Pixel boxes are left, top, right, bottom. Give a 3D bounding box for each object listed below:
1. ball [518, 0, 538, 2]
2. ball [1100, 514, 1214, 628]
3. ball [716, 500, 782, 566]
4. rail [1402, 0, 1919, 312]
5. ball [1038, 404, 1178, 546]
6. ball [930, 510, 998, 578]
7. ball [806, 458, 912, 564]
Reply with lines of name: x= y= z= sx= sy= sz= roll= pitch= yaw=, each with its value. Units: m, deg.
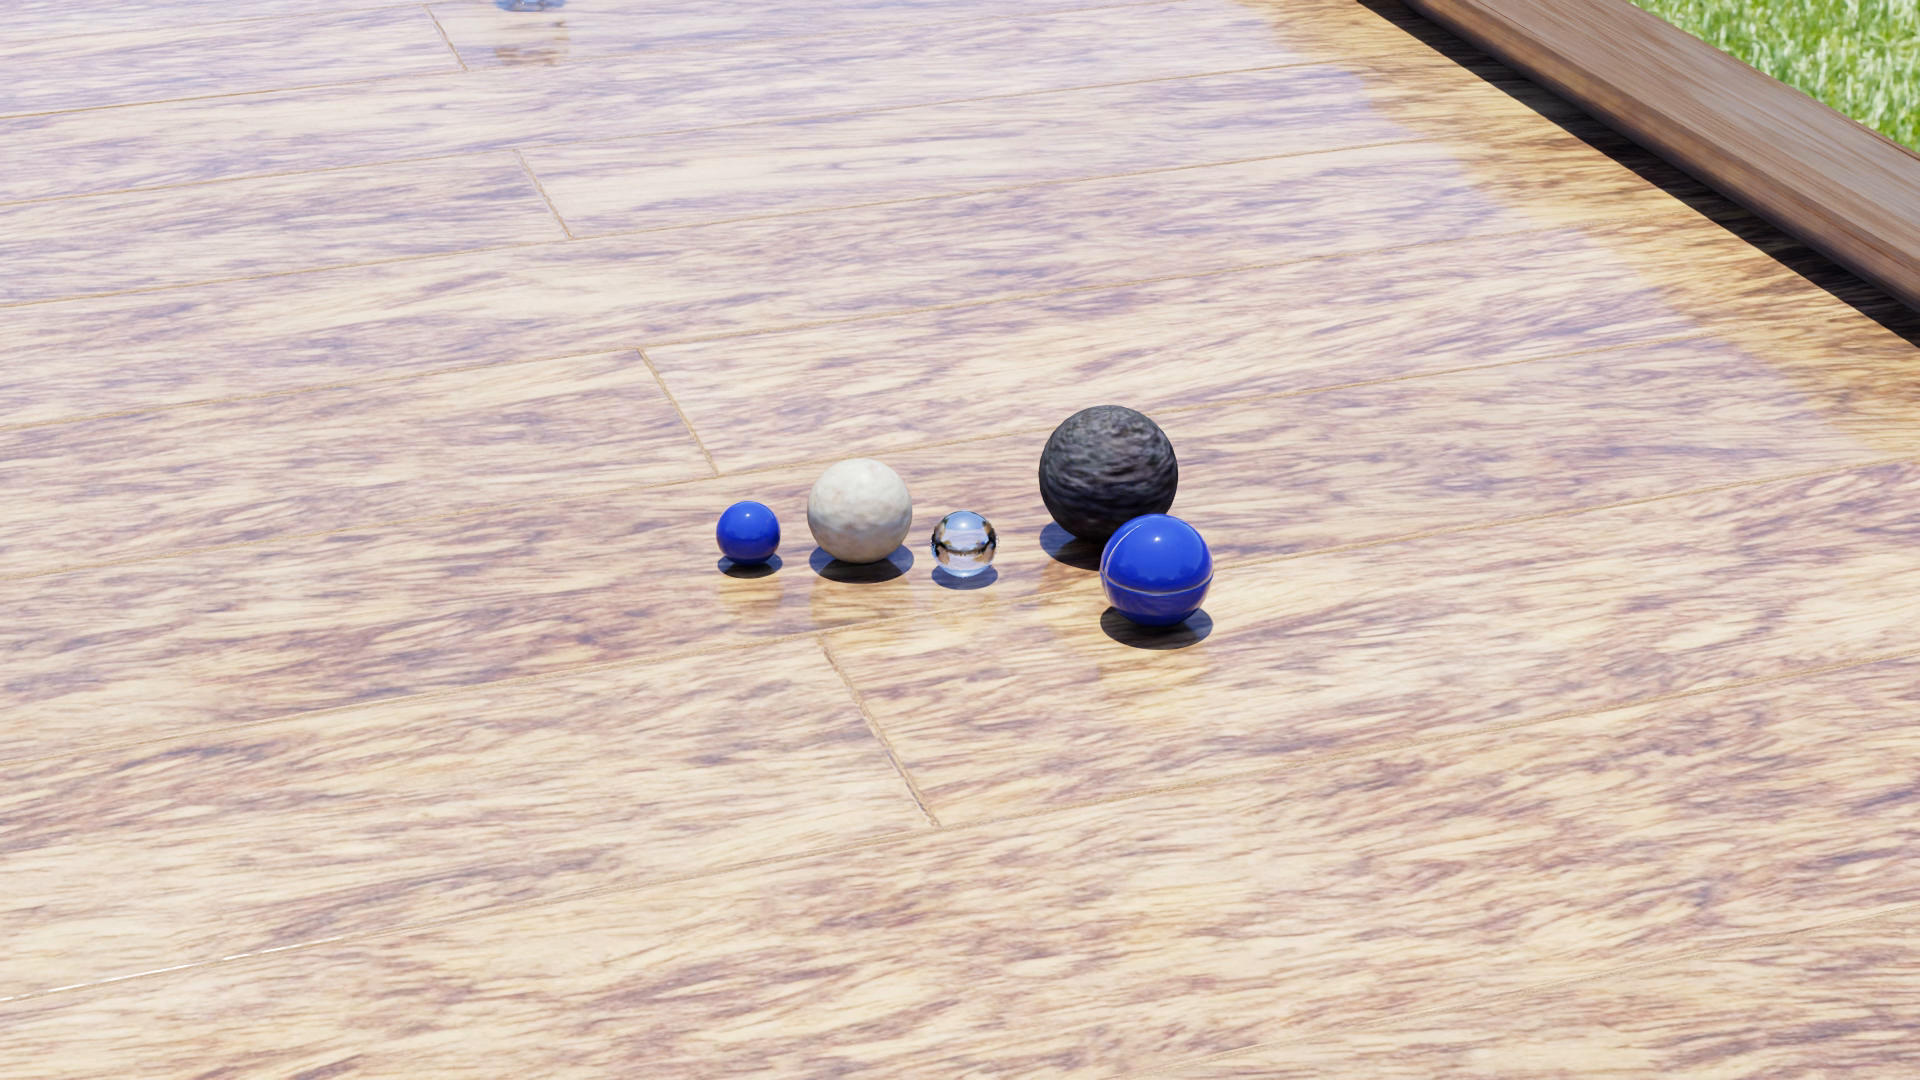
ball: x=-0.465 y=-0.621 z=3.157 sx=0.086 sy=0.086 sz=0.086 roll=0 pitch=27 yaw=0
ball: x=0.127 y=0.020 z=1.895 sx=0.074 sy=0.074 sz=0.074 roll=0 pitch=27 yaw=0
ball: x=-0.142 y=-0.004 z=1.976 sx=0.044 sy=0.044 sz=0.044 roll=0 pitch=27 yaw=0
rail: x=0.555 y=-0.502 z=2.875 sx=0.045 sy=0.124 sz=3.287 roll=-9 pitch=28 yaw=-17
ball: x=0.101 y=-0.044 z=1.998 sx=0.095 sy=0.095 sz=0.095 roll=0 pitch=27 yaw=0
ball: x=0.003 y=0.003 z=1.962 sx=0.045 sy=0.045 sz=0.045 roll=0 pitch=27 yaw=0
ball: x=-0.067 y=-0.019 z=1.976 sx=0.071 sy=0.071 sz=0.071 roll=0 pitch=27 yaw=0
